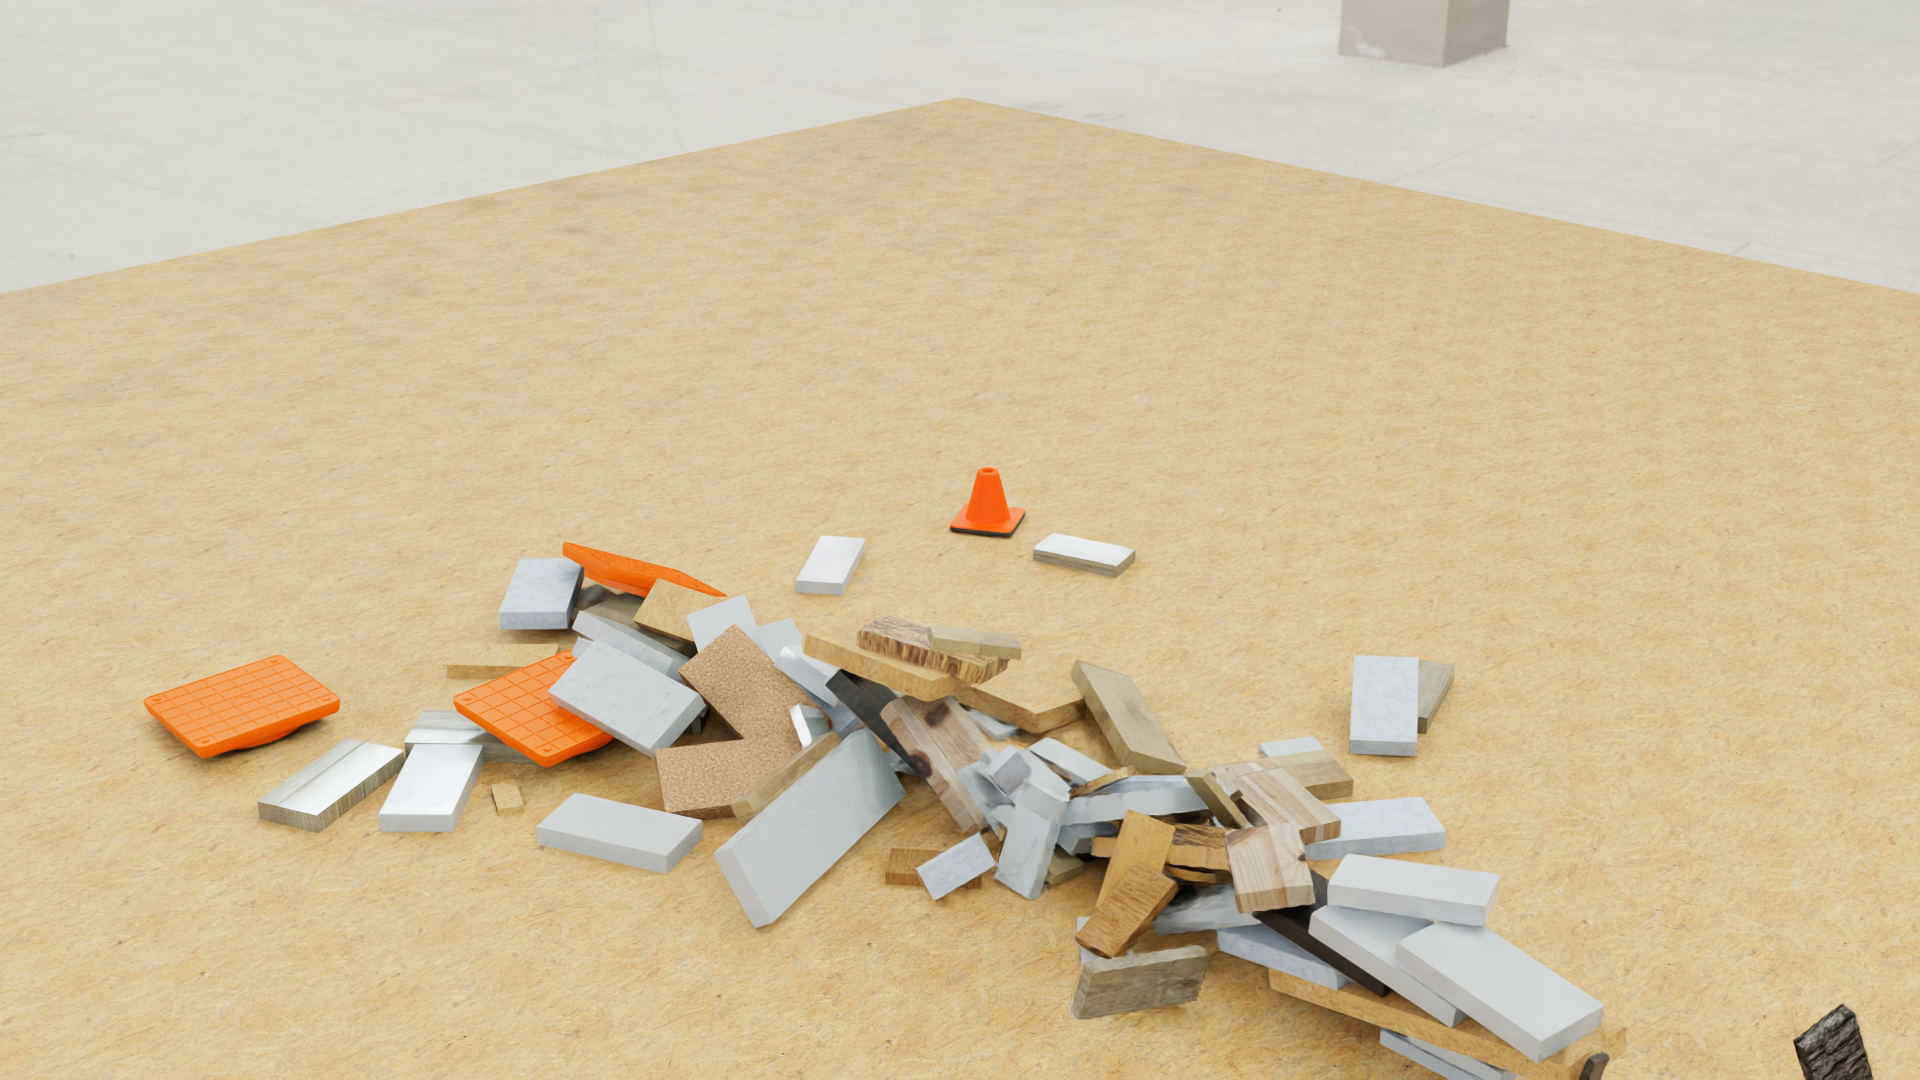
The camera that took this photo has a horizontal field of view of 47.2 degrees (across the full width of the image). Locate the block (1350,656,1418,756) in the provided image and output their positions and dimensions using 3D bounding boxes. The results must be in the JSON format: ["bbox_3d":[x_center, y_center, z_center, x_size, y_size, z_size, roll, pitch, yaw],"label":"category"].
[{"bbox_3d":[0.922,0.357,4.771,0.140,0.040,0.280,1,37,12],"label":"block"}]

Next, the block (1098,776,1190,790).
[{"bbox_3d":[0.379,0.492,4.461,0.188,0.018,0.063,1,3,-5],"label":"block"}]

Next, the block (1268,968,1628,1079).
[{"bbox_3d":[0.794,0.774,3.649,0.150,0.043,0.620,-20,18,-36],"label":"block"}]

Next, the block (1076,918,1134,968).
[{"bbox_3d":[0.263,0.744,3.974,0.093,0.026,0.186,0,23,-1],"label":"block"}]

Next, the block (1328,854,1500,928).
[{"bbox_3d":[0.764,0.588,3.699,0.262,0.037,0.131,5,17,24],"label":"block"}]

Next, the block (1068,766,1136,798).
[{"bbox_3d":[0.279,0.475,4.306,0.127,0.018,0.063,-29,-14,38],"label":"block"}]

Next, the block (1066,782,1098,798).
[{"bbox_3d":[0.253,0.516,4.523,0.125,0.018,0.063,-10,25,-22],"label":"block"}]

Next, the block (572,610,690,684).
[{"bbox_3d":[-0.702,0.246,4.894,0.313,0.044,0.157,23,-1,36],"label":"block"}]

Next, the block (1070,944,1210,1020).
[{"bbox_3d":[0.311,0.760,3.782,0.245,0.100,0.028,-2,29,-31],"label":"block"}]

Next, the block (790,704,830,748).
[{"bbox_3d":[-0.289,0.429,4.525,0.026,0.182,0.091,-31,-25,19],"label":"block"}]

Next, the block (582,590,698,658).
[{"bbox_3d":[-0.716,0.203,5.111,0.315,0.045,0.158,17,29,35],"label":"block"}]

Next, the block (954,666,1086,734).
[{"bbox_3d":[0.040,0.316,4.925,0.490,0.048,0.170,20,22,39],"label":"block"}]

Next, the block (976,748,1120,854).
[{"bbox_3d":[0.173,0.511,4.318,0.140,0.040,0.280,3,30,-50],"label":"block"}]

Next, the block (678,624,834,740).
[{"bbox_3d":[-0.435,0.336,4.670,0.160,0.045,0.320,-40,63,-16],"label":"block"}]

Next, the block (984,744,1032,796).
[{"bbox_3d":[0.093,0.436,4.154,0.068,0.136,0.019,-44,63,-6],"label":"block"}]

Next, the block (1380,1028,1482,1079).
[{"bbox_3d":[0.819,0.858,3.703,0.099,0.028,0.198,-21,31,-40],"label":"block"}]

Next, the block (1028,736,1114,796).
[{"bbox_3d":[0.271,0.486,4.540,0.069,0.020,0.313,-21,33,-39],"label":"block"}]

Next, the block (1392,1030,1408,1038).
[{"bbox_3d":[0.769,0.806,3.752,0.198,0.028,0.099,17,28,38],"label":"block"}]

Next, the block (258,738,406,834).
[{"bbox_3d":[-1.290,0.502,4.525,0.145,0.041,0.291,9,25,20],"label":"block"}]

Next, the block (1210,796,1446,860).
[{"bbox_3d":[0.726,0.577,4.350,0.440,0.040,0.140,-4,23,-9],"label":"block"}]

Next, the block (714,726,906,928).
[{"bbox_3d":[-0.282,0.548,4.264,0.045,0.160,0.532,-23,8,33],"label":"block"}]

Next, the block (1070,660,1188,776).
[{"bbox_3d":[0.358,0.385,4.740,0.136,0.039,0.433,18,18,-19],"label":"block"}]

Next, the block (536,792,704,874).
[{"bbox_3d":[-0.672,0.578,4.346,0.291,0.041,0.145,9,25,20],"label":"block"}]

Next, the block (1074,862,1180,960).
[{"bbox_3d":[0.302,0.673,3.966,0.093,0.026,0.186,22,60,42],"label":"block"}]

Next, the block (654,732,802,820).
[{"bbox_3d":[-0.454,0.485,4.480,0.313,0.044,0.157,-6,50,-13],"label":"block"}]

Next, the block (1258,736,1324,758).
[{"bbox_3d":[0.706,0.448,4.683,0.125,0.018,0.063,-6,24,-13],"label":"block"}]

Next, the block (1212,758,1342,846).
[{"bbox_3d":[0.627,0.524,4.375,0.136,0.039,0.272,-10,25,-21],"label":"block"}]

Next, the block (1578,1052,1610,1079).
[{"bbox_3d":[0.962,0.836,3.373,0.014,0.099,0.050,30,21,37],"label":"block"}]

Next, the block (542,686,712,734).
[{"bbox_3d":[-0.729,0.368,4.841,0.350,0.042,0.148,2,23,5],"label":"block"}]

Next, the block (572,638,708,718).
[{"bbox_3d":[-0.694,0.298,4.781,0.296,0.042,0.148,24,0,37],"label":"block"}]

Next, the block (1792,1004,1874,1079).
[{"bbox_3d":[1.395,0.832,3.511,0.100,0.201,0.028,-36,39,-6],"label":"block"}]

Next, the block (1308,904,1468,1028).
[{"bbox_3d":[0.746,0.684,3.658,0.150,0.043,0.301,-22,38,-37],"label":"block"}]

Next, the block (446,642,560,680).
[{"bbox_3d":[-1.049,0.279,5.061,0.235,0.033,0.117,1,23,3],"label":"block"}]

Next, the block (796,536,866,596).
[{"bbox_3d":[-0.325,0.063,5.570,0.117,0.033,0.288,4,23,9],"label":"block"}]

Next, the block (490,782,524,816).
[{"bbox_3d":[-0.926,0.528,4.497,0.052,0.015,0.104,-7,24,-17],"label":"block"}]

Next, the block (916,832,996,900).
[{"bbox_3d":[-0.007,0.617,4.153,0.136,0.068,0.019,-29,15,-6],"label":"block"}]

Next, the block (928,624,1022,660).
[{"bbox_3d":[0.030,0.208,4.469,0.183,0.026,0.091,8,15,-9],"label":"block"}]

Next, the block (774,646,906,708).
[{"bbox_3d":[-0.248,0.292,4.783,0.170,0.048,0.340,33,12,21],"label":"block"}]

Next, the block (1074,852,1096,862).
[{"bbox_3d":[0.212,0.594,4.336,0.139,0.020,0.069,14,27,29],"label":"block"}]

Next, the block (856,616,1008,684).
[{"bbox_3d":[-0.055,0.223,4.485,0.280,0.040,0.140,16,15,20],"label":"block"}]

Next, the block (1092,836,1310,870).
[{"bbox_3d":[0.447,0.593,4.116,0.394,0.037,0.131,0,-9,38],"label":"block"}]
